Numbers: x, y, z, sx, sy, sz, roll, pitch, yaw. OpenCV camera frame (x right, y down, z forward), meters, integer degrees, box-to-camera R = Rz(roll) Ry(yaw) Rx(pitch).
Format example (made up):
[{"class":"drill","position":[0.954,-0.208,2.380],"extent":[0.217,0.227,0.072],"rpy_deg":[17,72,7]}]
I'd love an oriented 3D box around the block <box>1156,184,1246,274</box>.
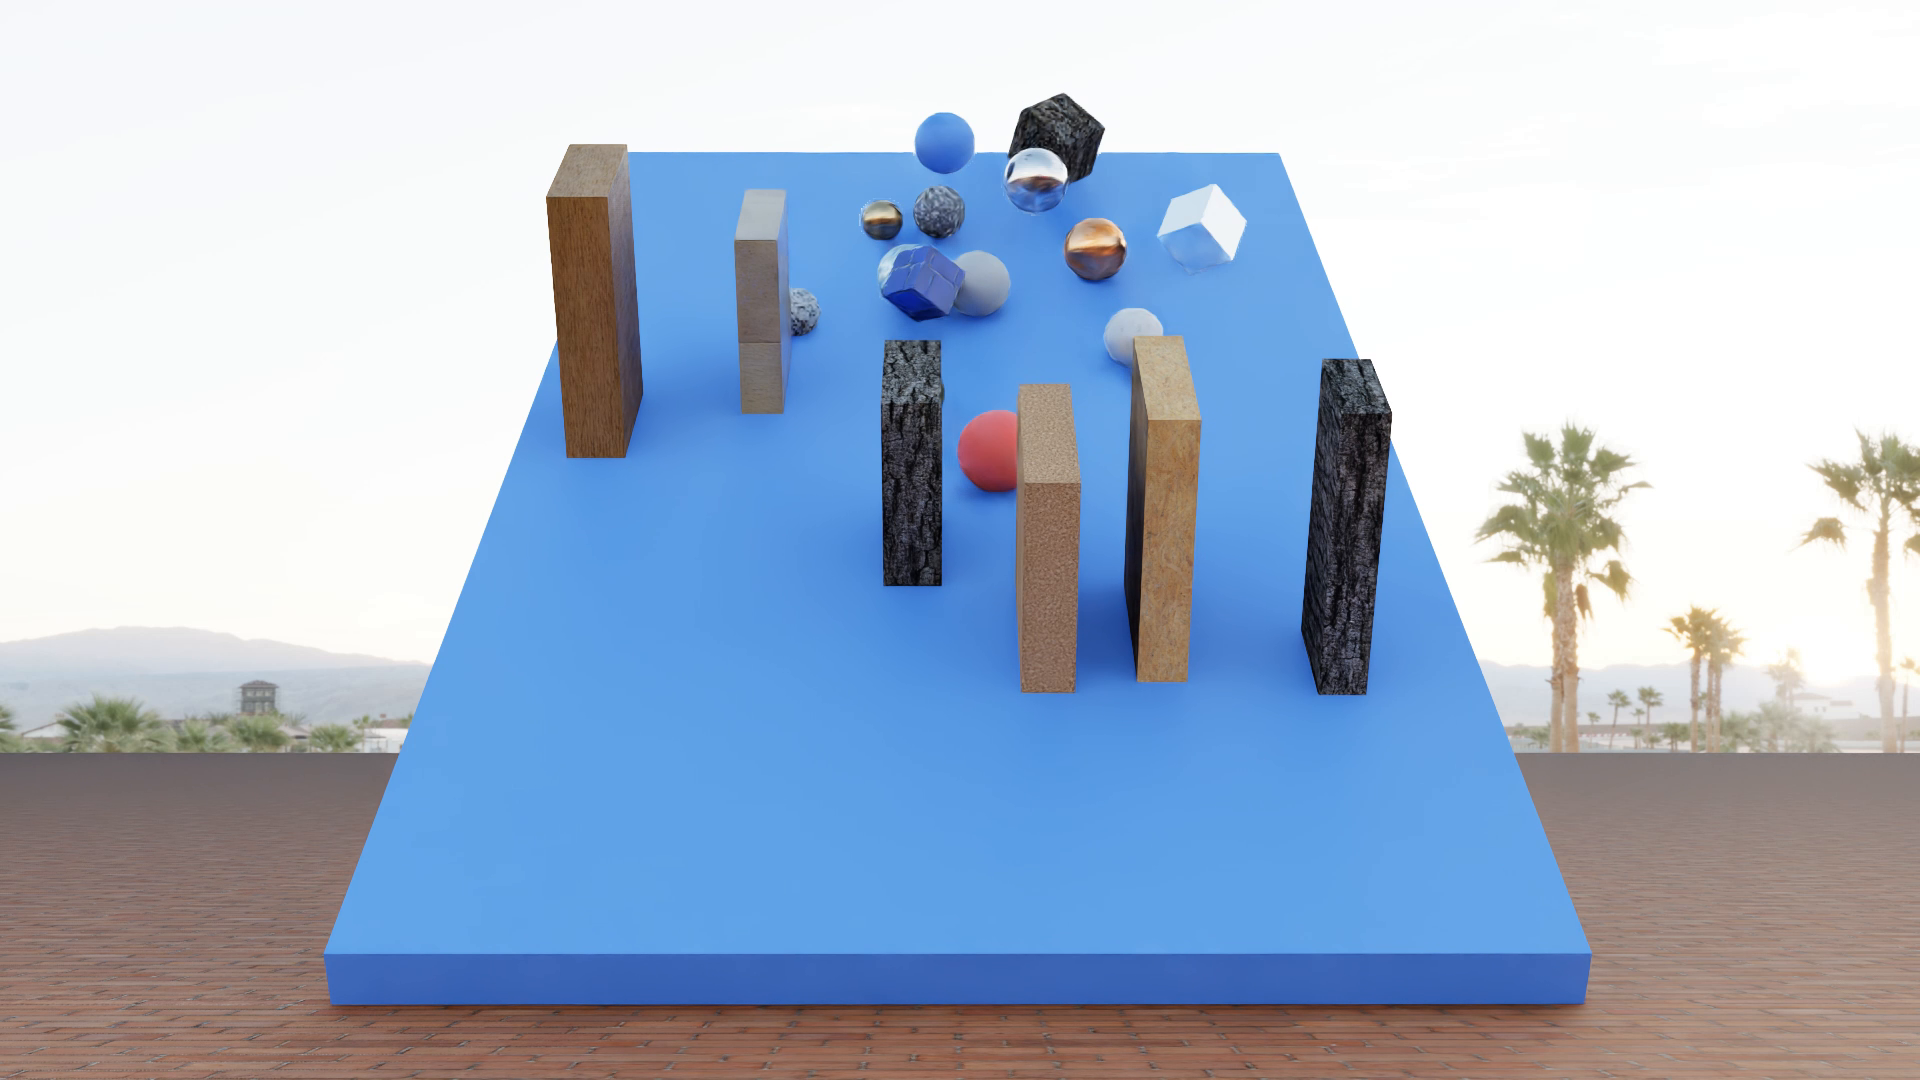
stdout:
[{"class":"block","position":[0.636,-0.818,6.255],"extent":[0.146,0.146,0.146],"rpy_deg":[-15,-49,42]}]

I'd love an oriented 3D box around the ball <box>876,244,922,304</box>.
[{"class":"ball","position":[-0.132,-0.680,6.134],"extent":[0.165,0.165,0.165],"rpy_deg":[0,-5,0]}]

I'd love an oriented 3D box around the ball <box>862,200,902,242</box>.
[{"class":"ball","position":[-0.215,-0.885,6.584],"extent":[0.114,0.114,0.114],"rpy_deg":[0,-5,0]}]

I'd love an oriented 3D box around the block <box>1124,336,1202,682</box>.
[{"class":"block","position":[0.382,-0.063,4.538],"extent":[0.094,0.544,0.391],"rpy_deg":[0,27,0]}]

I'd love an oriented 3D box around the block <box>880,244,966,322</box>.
[{"class":"block","position":[-0.091,-0.640,5.940],"extent":[0.128,0.128,0.128],"rpy_deg":[35,-25,-33]}]

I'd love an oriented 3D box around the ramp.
[{"class":"ramp","position":[-0.011,-0.225,5.546],"extent":[2.000,0.100,4.000],"rpy_deg":[0,27,0]}]

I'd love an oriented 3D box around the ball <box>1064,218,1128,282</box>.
[{"class":"ball","position":[0.359,-0.772,6.310],"extent":[0.169,0.169,0.169],"rpy_deg":[0,-5,0]}]

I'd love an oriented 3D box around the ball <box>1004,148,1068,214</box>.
[{"class":"ball","position":[0.212,-1.003,6.634],"extent":[0.182,0.182,0.182],"rpy_deg":[0,-5,0]}]

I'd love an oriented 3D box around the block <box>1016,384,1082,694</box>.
[{"class":"block","position":[0.165,-0.010,4.548],"extent":[0.101,0.438,0.443],"rpy_deg":[0,27,0]}]

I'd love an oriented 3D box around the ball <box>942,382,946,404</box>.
[{"class":"ball","position":[-0.101,-0.339,5.512],"extent":[0.134,0.134,0.134],"rpy_deg":[0,-5,0]}]

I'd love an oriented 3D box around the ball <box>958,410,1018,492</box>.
[{"class":"ball","position":[0.084,-0.193,5.181],"extent":[0.181,0.181,0.181],"rpy_deg":[0,-5,0]}]

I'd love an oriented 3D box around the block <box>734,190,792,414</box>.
[{"class":"block","position":[-0.463,-0.567,5.628],"extent":[0.098,0.429,0.350],"rpy_deg":[0,27,0]}]

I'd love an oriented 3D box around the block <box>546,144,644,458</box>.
[{"class":"block","position":[-0.820,-0.542,5.374],"extent":[0.132,0.616,0.360],"rpy_deg":[0,27,0]}]

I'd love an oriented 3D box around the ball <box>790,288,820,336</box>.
[{"class":"ball","position":[-0.412,-0.573,5.972],"extent":[0.123,0.123,0.123],"rpy_deg":[0,-5,0]}]

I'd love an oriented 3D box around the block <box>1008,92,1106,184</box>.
[{"class":"block","position":[0.282,-1.165,6.971],"extent":[0.181,0.181,0.181],"rpy_deg":[-29,-28,-34]}]

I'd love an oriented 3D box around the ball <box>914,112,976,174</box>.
[{"class":"ball","position":[-0.043,-1.114,6.673],"extent":[0.173,0.173,0.173],"rpy_deg":[0,-5,0]}]

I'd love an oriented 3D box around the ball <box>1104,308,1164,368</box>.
[{"class":"ball","position":[0.424,-0.494,5.800],"extent":[0.146,0.146,0.146],"rpy_deg":[0,-5,0]}]

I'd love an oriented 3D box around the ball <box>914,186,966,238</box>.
[{"class":"ball","position":[-0.057,-0.912,6.602],"extent":[0.146,0.146,0.146],"rpy_deg":[0,-5,0]}]

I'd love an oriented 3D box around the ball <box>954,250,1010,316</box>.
[{"class":"ball","position":[0.045,-0.656,6.087],"extent":[0.168,0.168,0.168],"rpy_deg":[0,-5,0]}]

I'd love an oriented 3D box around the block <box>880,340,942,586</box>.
[{"class":"block","position":[-0.096,-0.161,4.873],"extent":[0.119,0.406,0.321],"rpy_deg":[0,27,0]}]

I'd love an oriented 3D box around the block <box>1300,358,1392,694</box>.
[{"class":"block","position":[0.716,-0.023,4.426],"extent":[0.090,0.578,0.246],"rpy_deg":[0,27,0]}]
